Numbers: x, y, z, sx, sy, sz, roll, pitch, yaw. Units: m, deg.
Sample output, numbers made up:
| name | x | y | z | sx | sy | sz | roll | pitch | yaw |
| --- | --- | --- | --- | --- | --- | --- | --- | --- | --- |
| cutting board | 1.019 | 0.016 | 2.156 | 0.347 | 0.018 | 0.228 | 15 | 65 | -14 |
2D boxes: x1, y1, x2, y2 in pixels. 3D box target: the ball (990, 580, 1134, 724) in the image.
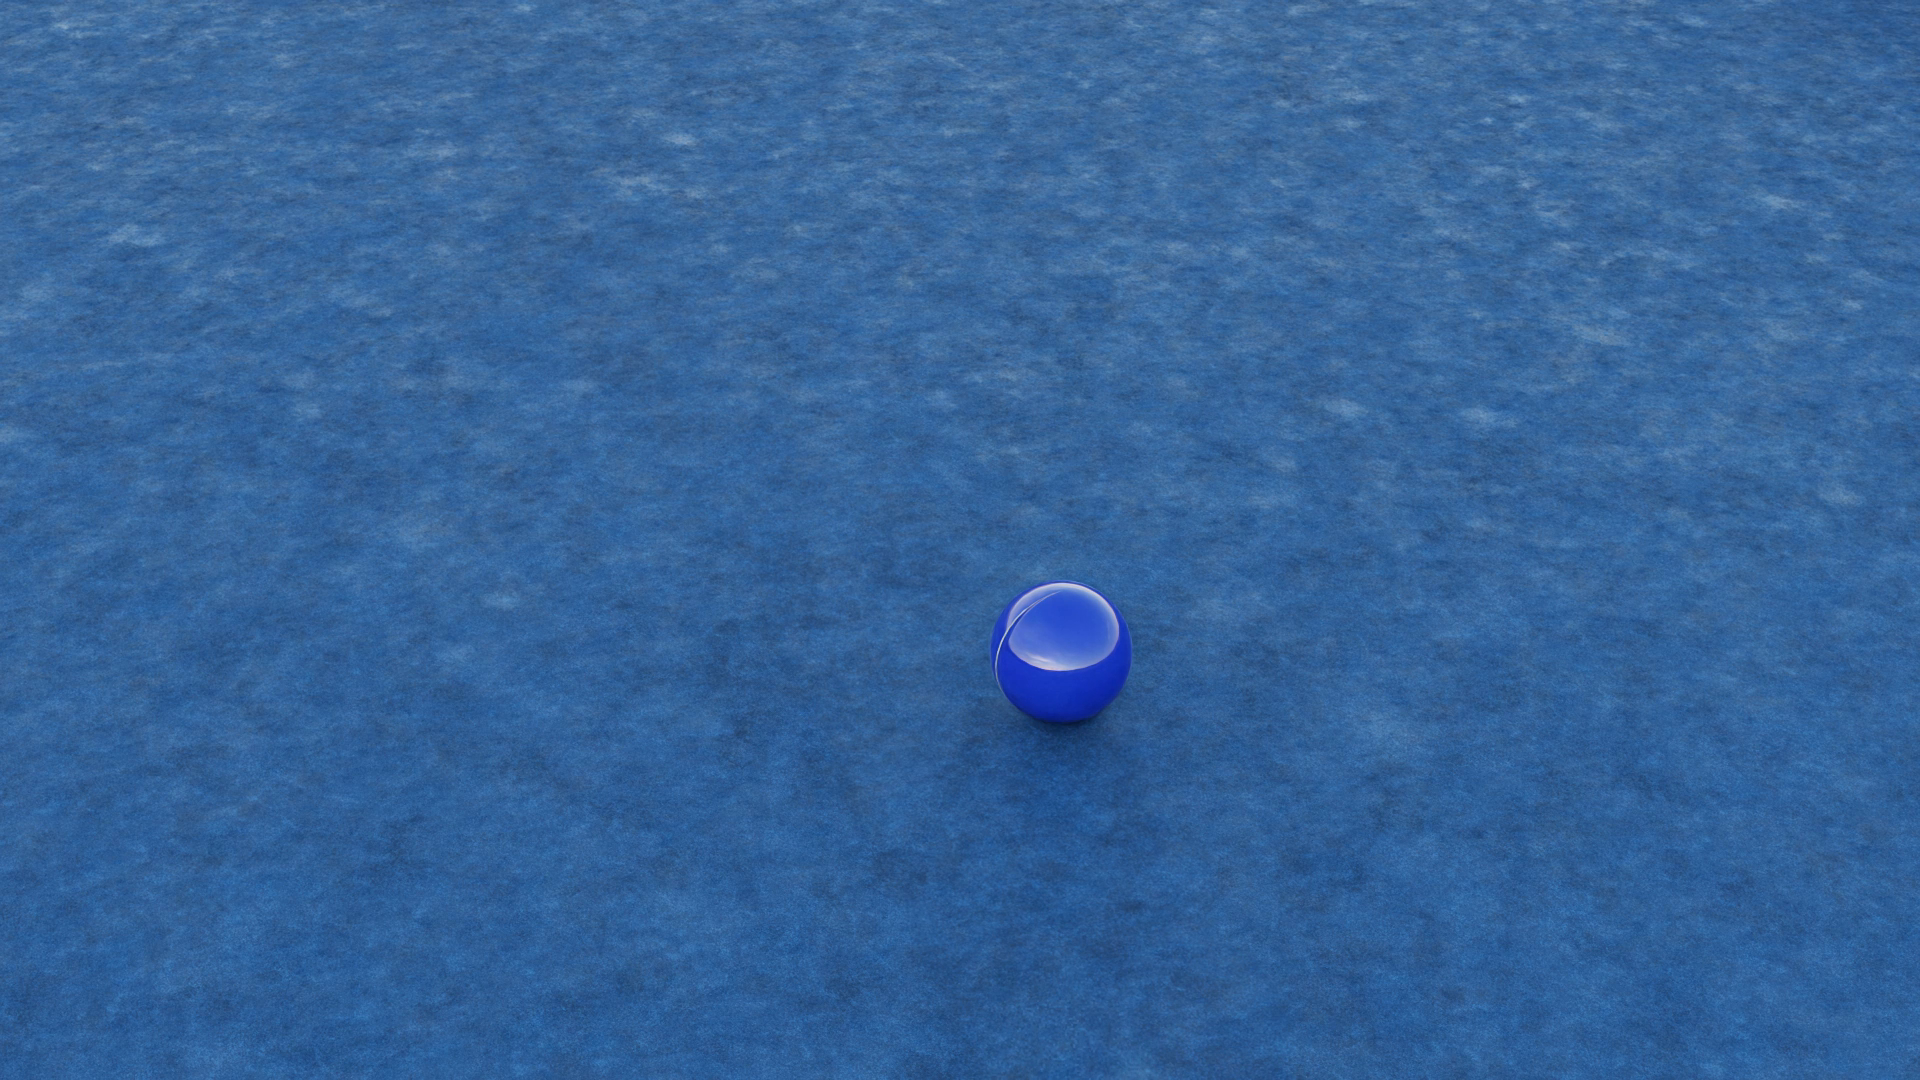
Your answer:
| name | x | y | z | sx | sy | sz | roll | pitch | yaw |
| --- | --- | --- | --- | --- | --- | --- | --- | --- | --- |
| ball | 0.055 | 0.060 | 1.589 | 0.078 | 0.078 | 0.078 | 0 | 31 | 0 |
